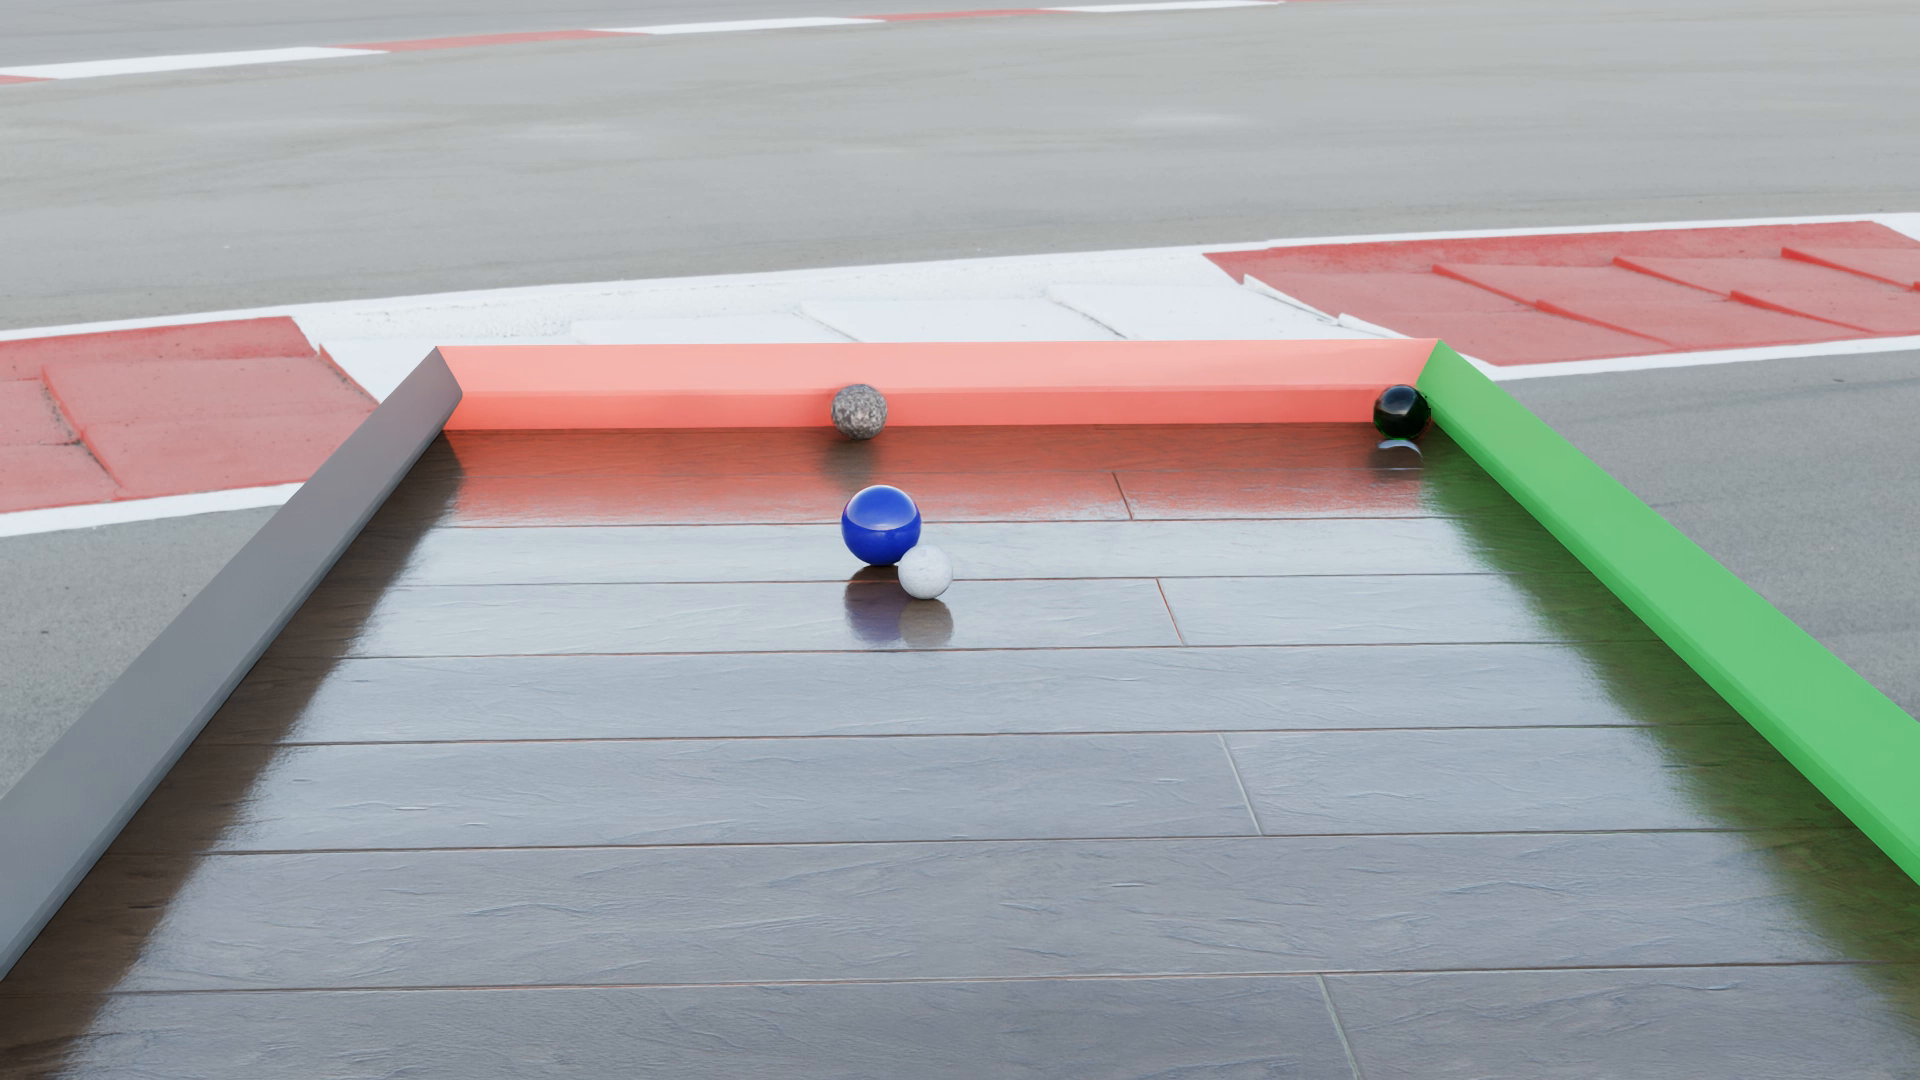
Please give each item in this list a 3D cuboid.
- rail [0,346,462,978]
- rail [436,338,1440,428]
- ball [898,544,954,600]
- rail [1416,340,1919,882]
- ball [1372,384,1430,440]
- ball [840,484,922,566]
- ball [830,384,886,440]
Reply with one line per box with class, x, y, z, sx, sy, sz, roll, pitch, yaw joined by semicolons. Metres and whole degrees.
rail;-0.713;0.201;1.880;0.045;0.128;3.039;-1;17;-2
rail;-0.027;-0.232;3.339;1.529;0.128;0.045;-1;17;-2
ball;-0.040;0.037;2.549;0.064;0.064;0.064;0;17;0
rail;0.768;0.185;1.932;0.045;0.128;3.039;-1;17;-2
ball;0.657;-0.190;3.280;0.083;0.083;0.083;0;17;0
ball;-0.096;-0.018;2.672;0.099;0.099;0.099;0;17;0
ball;-0.152;-0.192;3.285;0.083;0.083;0.083;0;17;0
